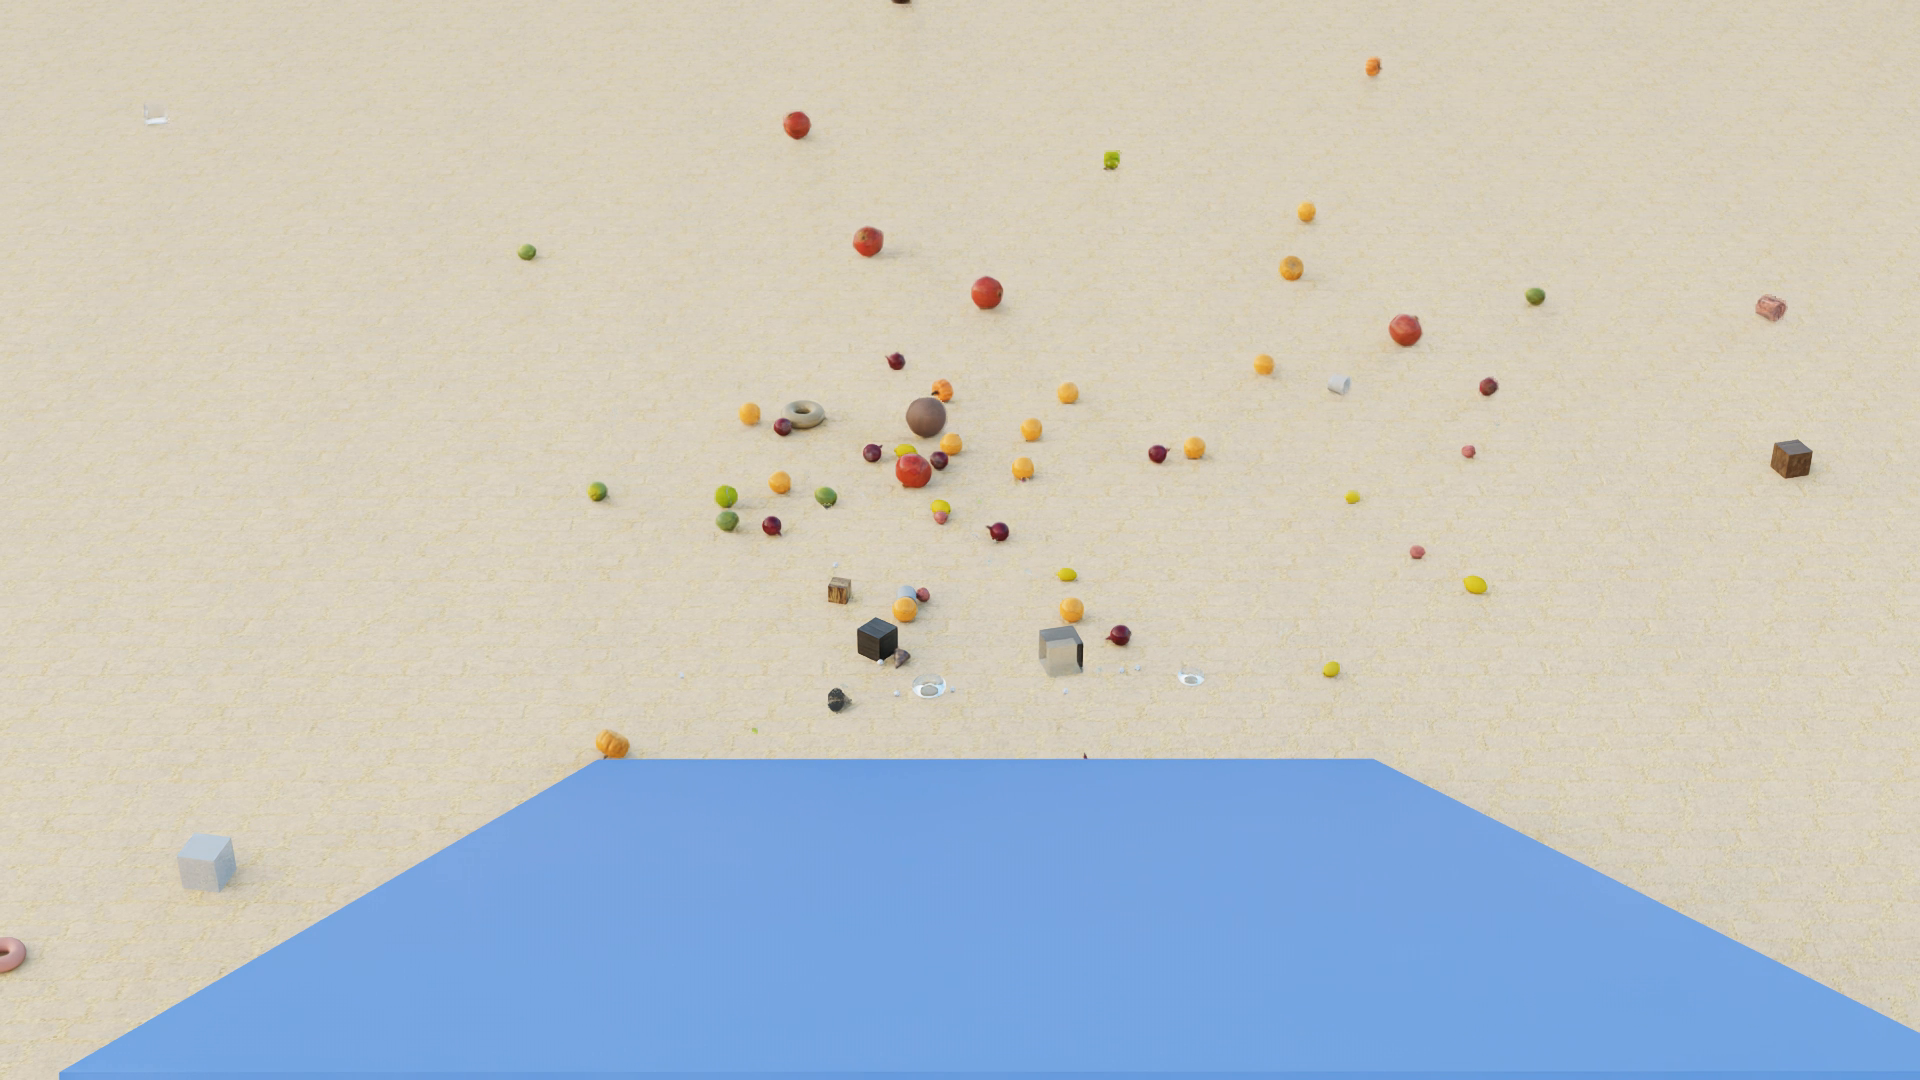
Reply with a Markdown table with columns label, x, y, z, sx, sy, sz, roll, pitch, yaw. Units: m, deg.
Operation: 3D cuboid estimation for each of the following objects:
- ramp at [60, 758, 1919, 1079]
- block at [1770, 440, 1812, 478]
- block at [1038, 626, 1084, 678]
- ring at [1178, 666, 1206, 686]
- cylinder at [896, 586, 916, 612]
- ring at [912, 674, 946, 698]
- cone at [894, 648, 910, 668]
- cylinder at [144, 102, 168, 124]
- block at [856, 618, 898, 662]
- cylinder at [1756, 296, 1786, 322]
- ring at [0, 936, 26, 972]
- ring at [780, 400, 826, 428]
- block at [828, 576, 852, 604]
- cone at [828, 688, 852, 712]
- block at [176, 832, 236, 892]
| label | x | y | z | sx | sy | sz | roll | pitch | yaw |
| --- | --- | --- | --- | --- | --- | --- | --- | --- | --- |
| ramp | 0.068 | 0.607 | 4.673 | 2.000 | 0.100 | 4.000 | 0 | 0 | 0 |
| block | 2.617 | -0.255 | 8.146 | 0.085 | 0.085 | 0.085 | -9 | 32 | -14 |
| block | 0.280 | 0.309 | 7.179 | 0.098 | 0.098 | 0.098 | -8 | 32 | -13 |
| ring | 0.638 | 0.375 | 7.138 | 0.076 | 0.025 | 0.076 | 1 | 30 | -1 |
| cylinder | -0.154 | 0.170 | 7.453 | 0.057 | 0.057 | 0.057 | -1 | 31 | -1 |
| ring | -0.085 | 0.399 | 7.092 | 0.095 | 0.032 | 0.095 | -1 | 31 | 0 |
| cone | -0.170 | 0.338 | 7.203 | 0.052 | 0.052 | 0.052 | 11 | 59 | 18 |
| cylinder | -3.322 | -1.762 | 10.695 | 0.086 | 0.086 | 0.086 | -6 | 31 | -10 |
| block | -0.231 | 0.280 | 7.245 | 0.081 | 0.081 | 0.081 | 22 | 37 | 33 |
| cylinder | 2.851 | -0.815 | 9.106 | 0.071 | 0.071 | 0.071 | -21 | 37 | -31 |
| ring | -2.261 | 0.979 | 6.105 | 0.112 | 0.037 | 0.112 | 1 | 30 | -1 |
| ring | -0.512 | -0.410 | 8.445 | 0.145 | 0.048 | 0.145 | 0 | 32 | 0 |
| block | -0.348 | 0.146 | 7.496 | 0.055 | 0.055 | 0.055 | 7 | 31 | 12 |
| cone | -0.314 | 0.435 | 7.032 | 0.065 | 0.065 | 0.065 | 29 | 14 | 39 |
| block | -1.850 | 0.793 | 6.360 | 0.097 | 0.097 | 0.097 | 6 | 31 | 10 |
